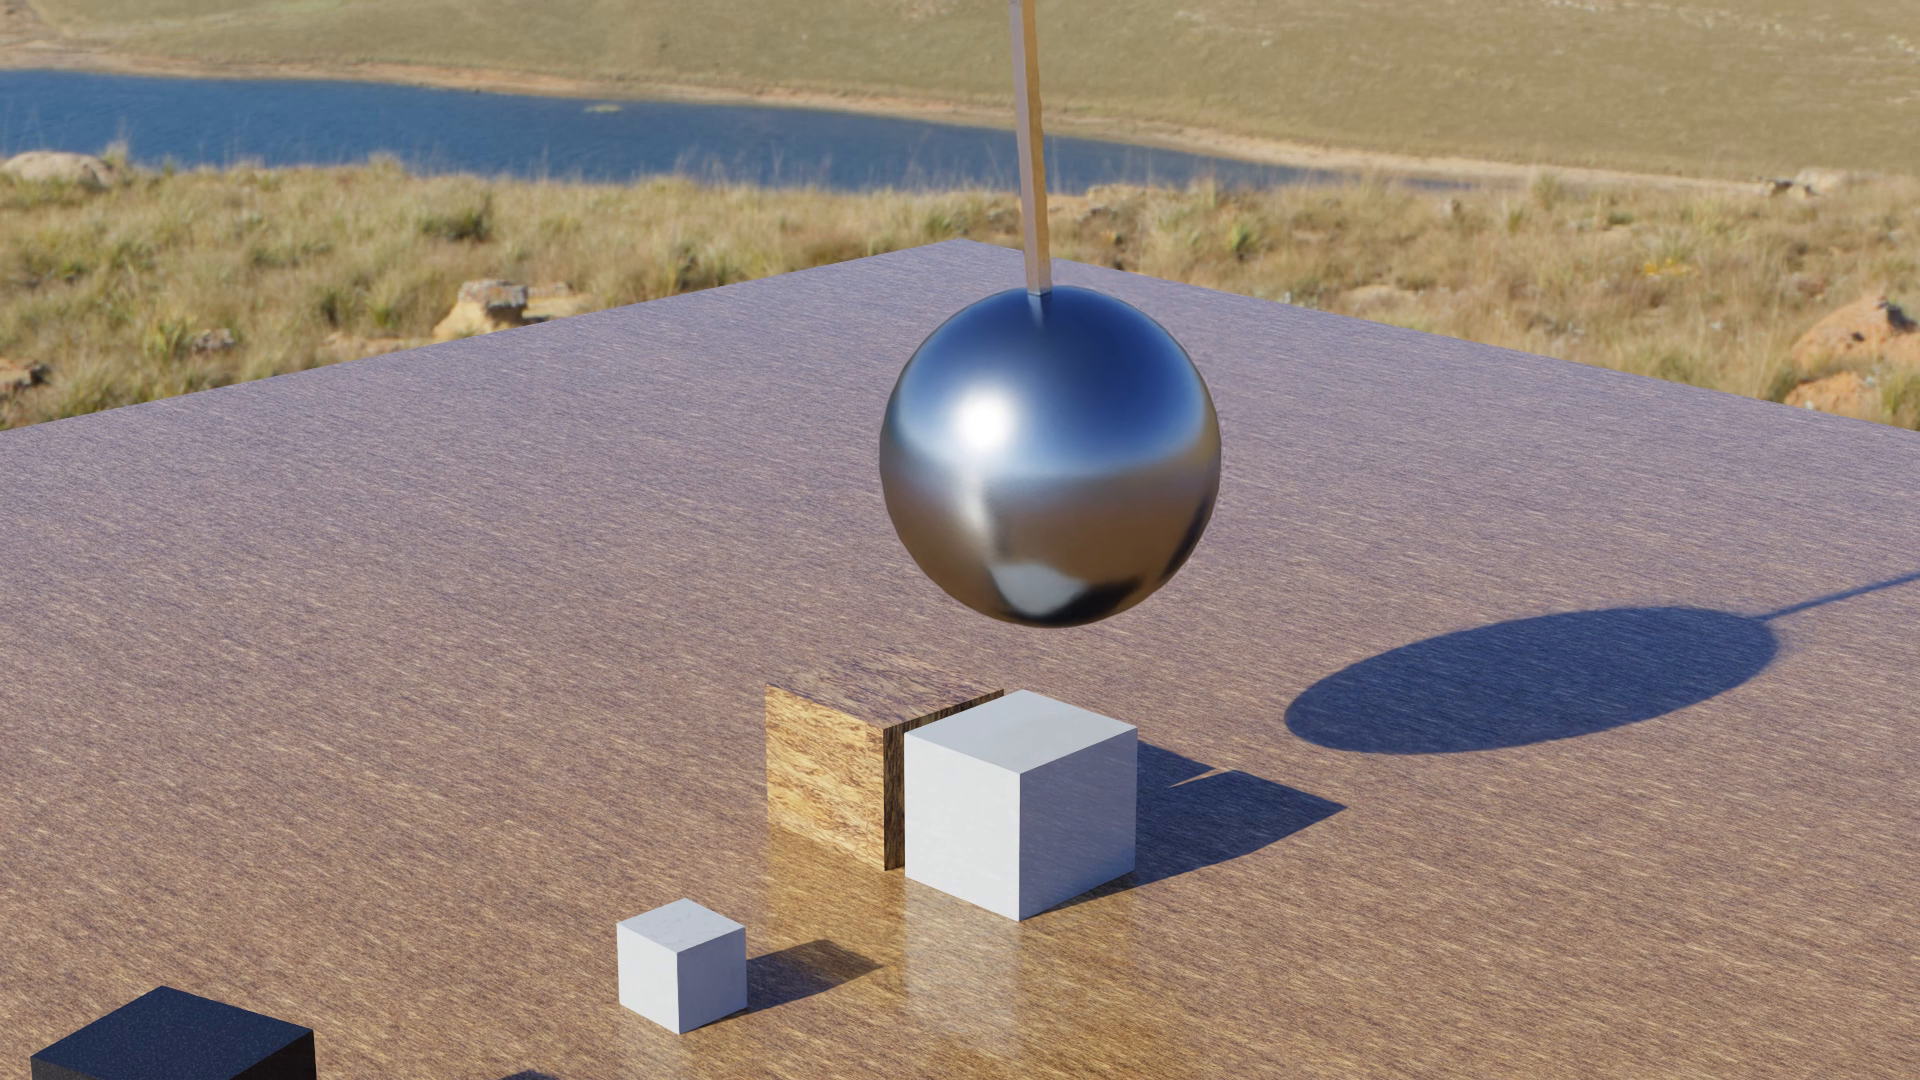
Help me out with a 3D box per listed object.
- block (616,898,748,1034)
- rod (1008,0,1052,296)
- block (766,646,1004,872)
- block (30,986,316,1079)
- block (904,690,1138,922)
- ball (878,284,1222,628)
[{"bbox_3d":[-1.150,1.760,12.134,0.362,0.366,0.393,-16,24,-42],"label":"block"},{"bbox_3d":[0.182,-3.544,12.419,0.080,5.200,0.080,17,30,42],"label":"rod"},{"bbox_3d":[-0.357,1.022,13.926,0.766,0.700,0.832,-16,23,-41],"label":"block"},{"bbox_3d":[-2.741,2.117,10.328,0.717,0.767,0.634,10,20,28],"label":"block"},{"bbox_3d":[0.278,1.195,13.370,0.710,0.703,0.788,16,24,41],"label":"block"},{"bbox_3d":[0.420,-0.387,13.660,1.600,1.600,1.600,0,17,0],"label":"ball"}]
